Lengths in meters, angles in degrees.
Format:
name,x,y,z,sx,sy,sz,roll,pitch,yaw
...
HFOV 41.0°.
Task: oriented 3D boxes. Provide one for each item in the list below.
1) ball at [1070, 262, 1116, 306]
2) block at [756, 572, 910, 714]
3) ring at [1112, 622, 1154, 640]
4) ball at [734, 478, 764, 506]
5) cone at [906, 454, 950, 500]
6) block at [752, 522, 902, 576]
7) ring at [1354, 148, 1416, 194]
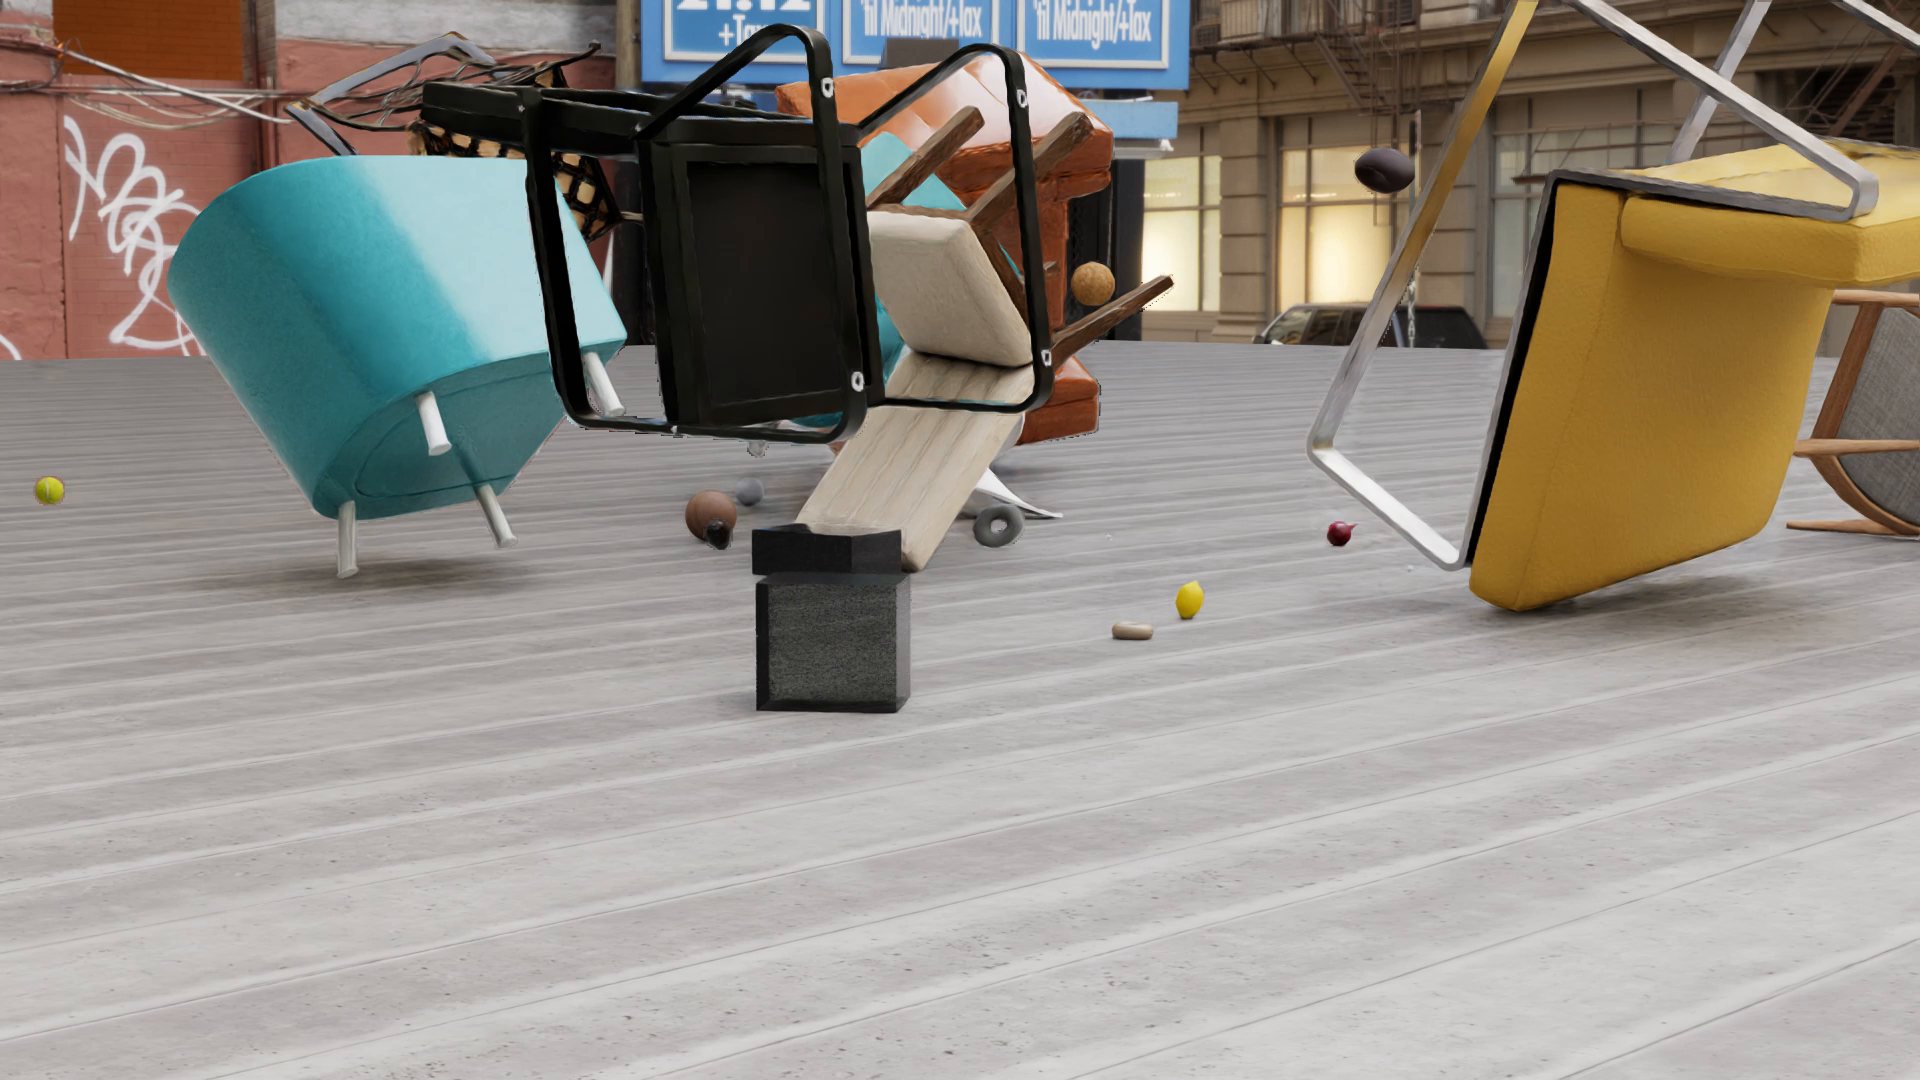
name,x,y,z,sx,sy,sz,roll,pitch,yaw
ball,0.406,-0.782,7.841,0.136,0.136,0.136,0,6,0
block,-0.193,0.156,3.950,0.215,0.195,0.157,1,6,7
ring,0.314,0.165,4.673,0.081,0.028,0.061,3,8,30
ball,-0.605,-0.140,7.364,0.082,0.082,0.082,0,6,0
cone,-0.126,-0.156,7.611,0.155,0.154,0.115,35,56,13
block,-0.294,0.027,5.661,0.278,0.100,0.181,4,7,35
ring,1.229,-1.070,7.421,0.095,0.123,0.210,-37,33,-18
